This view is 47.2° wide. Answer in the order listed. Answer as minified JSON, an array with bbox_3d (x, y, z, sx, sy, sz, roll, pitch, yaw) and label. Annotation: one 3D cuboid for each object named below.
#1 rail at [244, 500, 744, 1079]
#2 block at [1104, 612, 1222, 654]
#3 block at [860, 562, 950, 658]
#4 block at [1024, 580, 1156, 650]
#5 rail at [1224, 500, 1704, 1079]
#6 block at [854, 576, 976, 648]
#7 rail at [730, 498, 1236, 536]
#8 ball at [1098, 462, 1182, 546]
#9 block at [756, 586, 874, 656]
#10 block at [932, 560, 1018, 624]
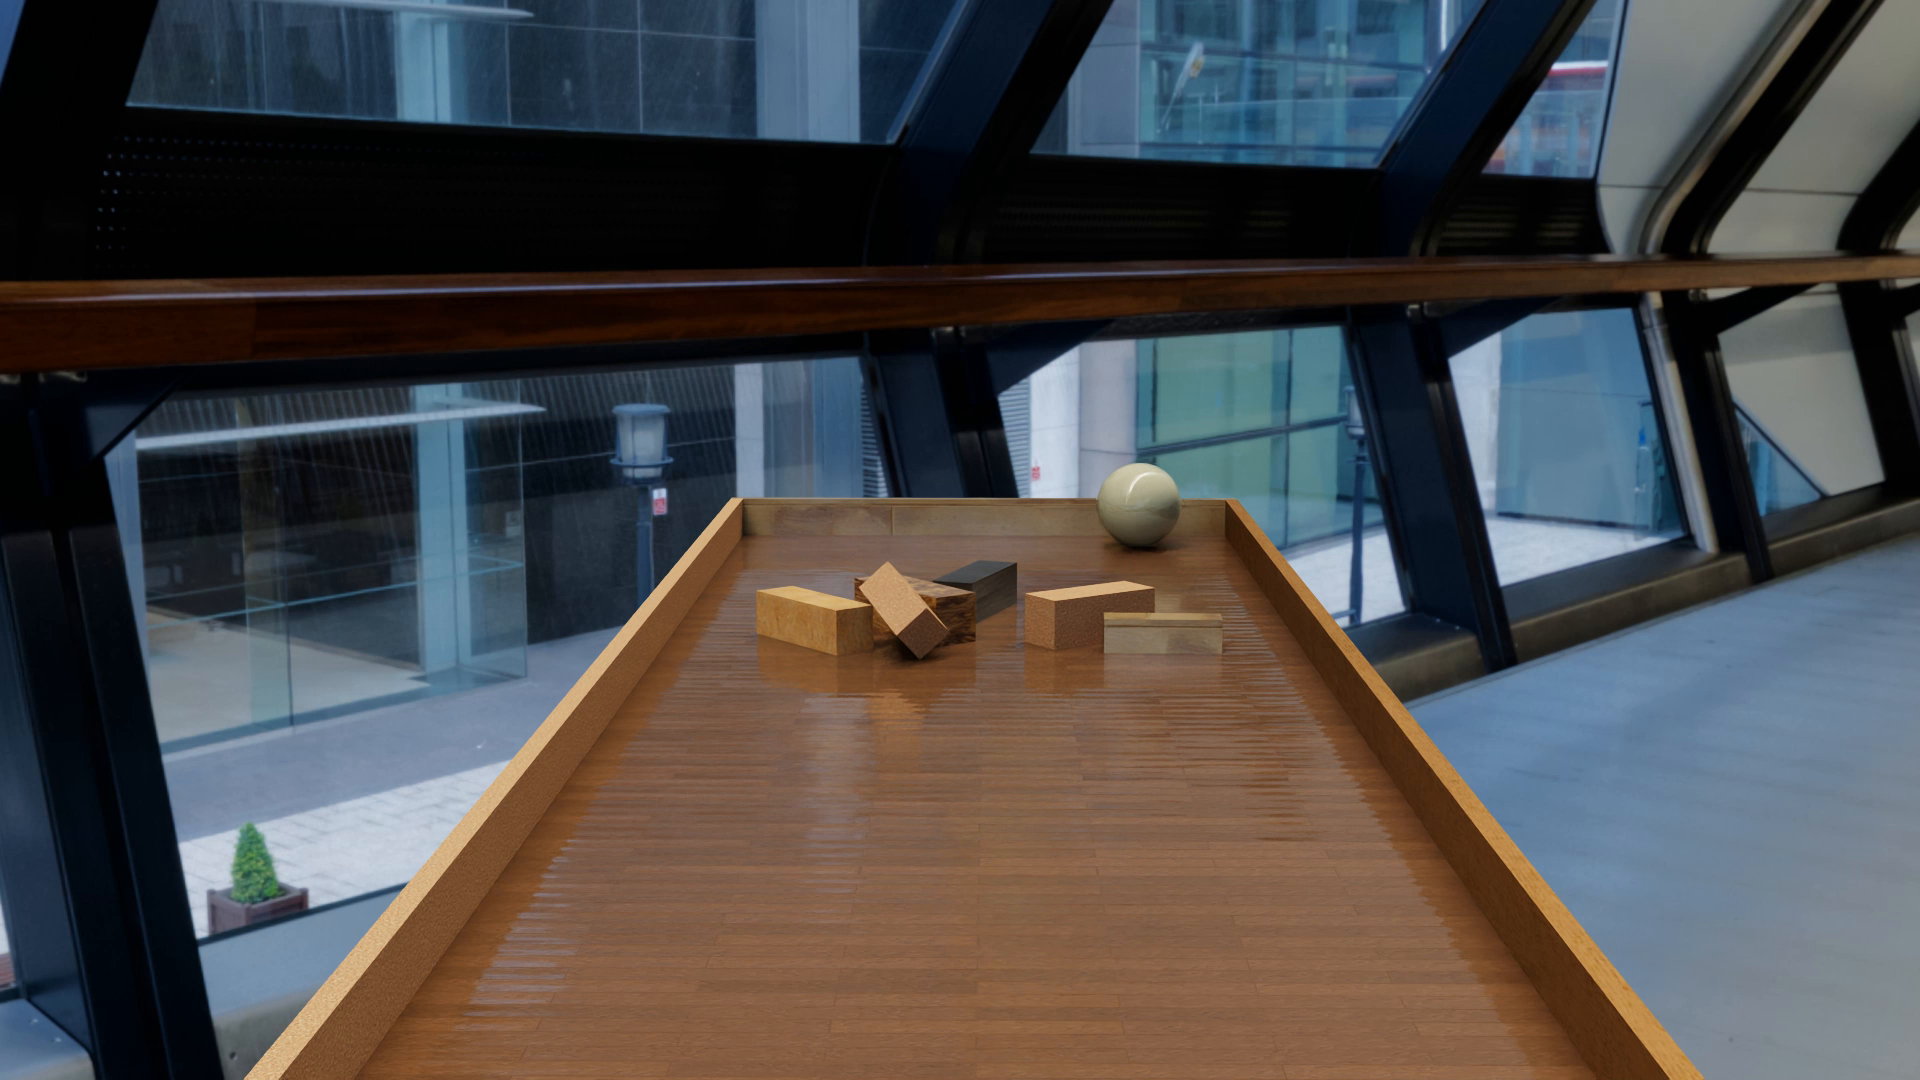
[{"bbox_3d":[-1.004,0.839,3.234,0.050,0.150,12.000,0,9,1],"label":"rail"},{"bbox_3d":[0.629,0.290,6.840,0.364,0.107,0.107,0,9,3],"label":"block"},{"bbox_3d":[-0.175,0.216,6.817,0.124,0.124,0.349,-42,33,0],"label":"block"},{"bbox_3d":[0.416,0.238,7.013,0.403,0.155,0.155,-6,11,-34],"label":"block"},{"bbox_3d":[1.046,0.843,3.208,0.050,0.150,12.000,0,9,1],"label":"rail"},{"bbox_3d":[-0.148,0.223,7.101,0.157,0.157,0.448,-7,11,-37],"label":"block"},{"bbox_3d":[0.099,-0.098,9.147,2.100,0.150,0.050,0,9,1],"label":"rail"},{"bbox_3d":[0.720,-0.141,8.822,0.338,0.338,0.338,0,9,0],"label":"ball"},{"bbox_3d":[-0.463,0.252,6.968,0.141,0.141,0.437,-7,12,-39],"label":"block"},{"bbox_3d":[0.053,0.176,7.448,0.141,0.141,0.442,3,10,21],"label":"block"}]
